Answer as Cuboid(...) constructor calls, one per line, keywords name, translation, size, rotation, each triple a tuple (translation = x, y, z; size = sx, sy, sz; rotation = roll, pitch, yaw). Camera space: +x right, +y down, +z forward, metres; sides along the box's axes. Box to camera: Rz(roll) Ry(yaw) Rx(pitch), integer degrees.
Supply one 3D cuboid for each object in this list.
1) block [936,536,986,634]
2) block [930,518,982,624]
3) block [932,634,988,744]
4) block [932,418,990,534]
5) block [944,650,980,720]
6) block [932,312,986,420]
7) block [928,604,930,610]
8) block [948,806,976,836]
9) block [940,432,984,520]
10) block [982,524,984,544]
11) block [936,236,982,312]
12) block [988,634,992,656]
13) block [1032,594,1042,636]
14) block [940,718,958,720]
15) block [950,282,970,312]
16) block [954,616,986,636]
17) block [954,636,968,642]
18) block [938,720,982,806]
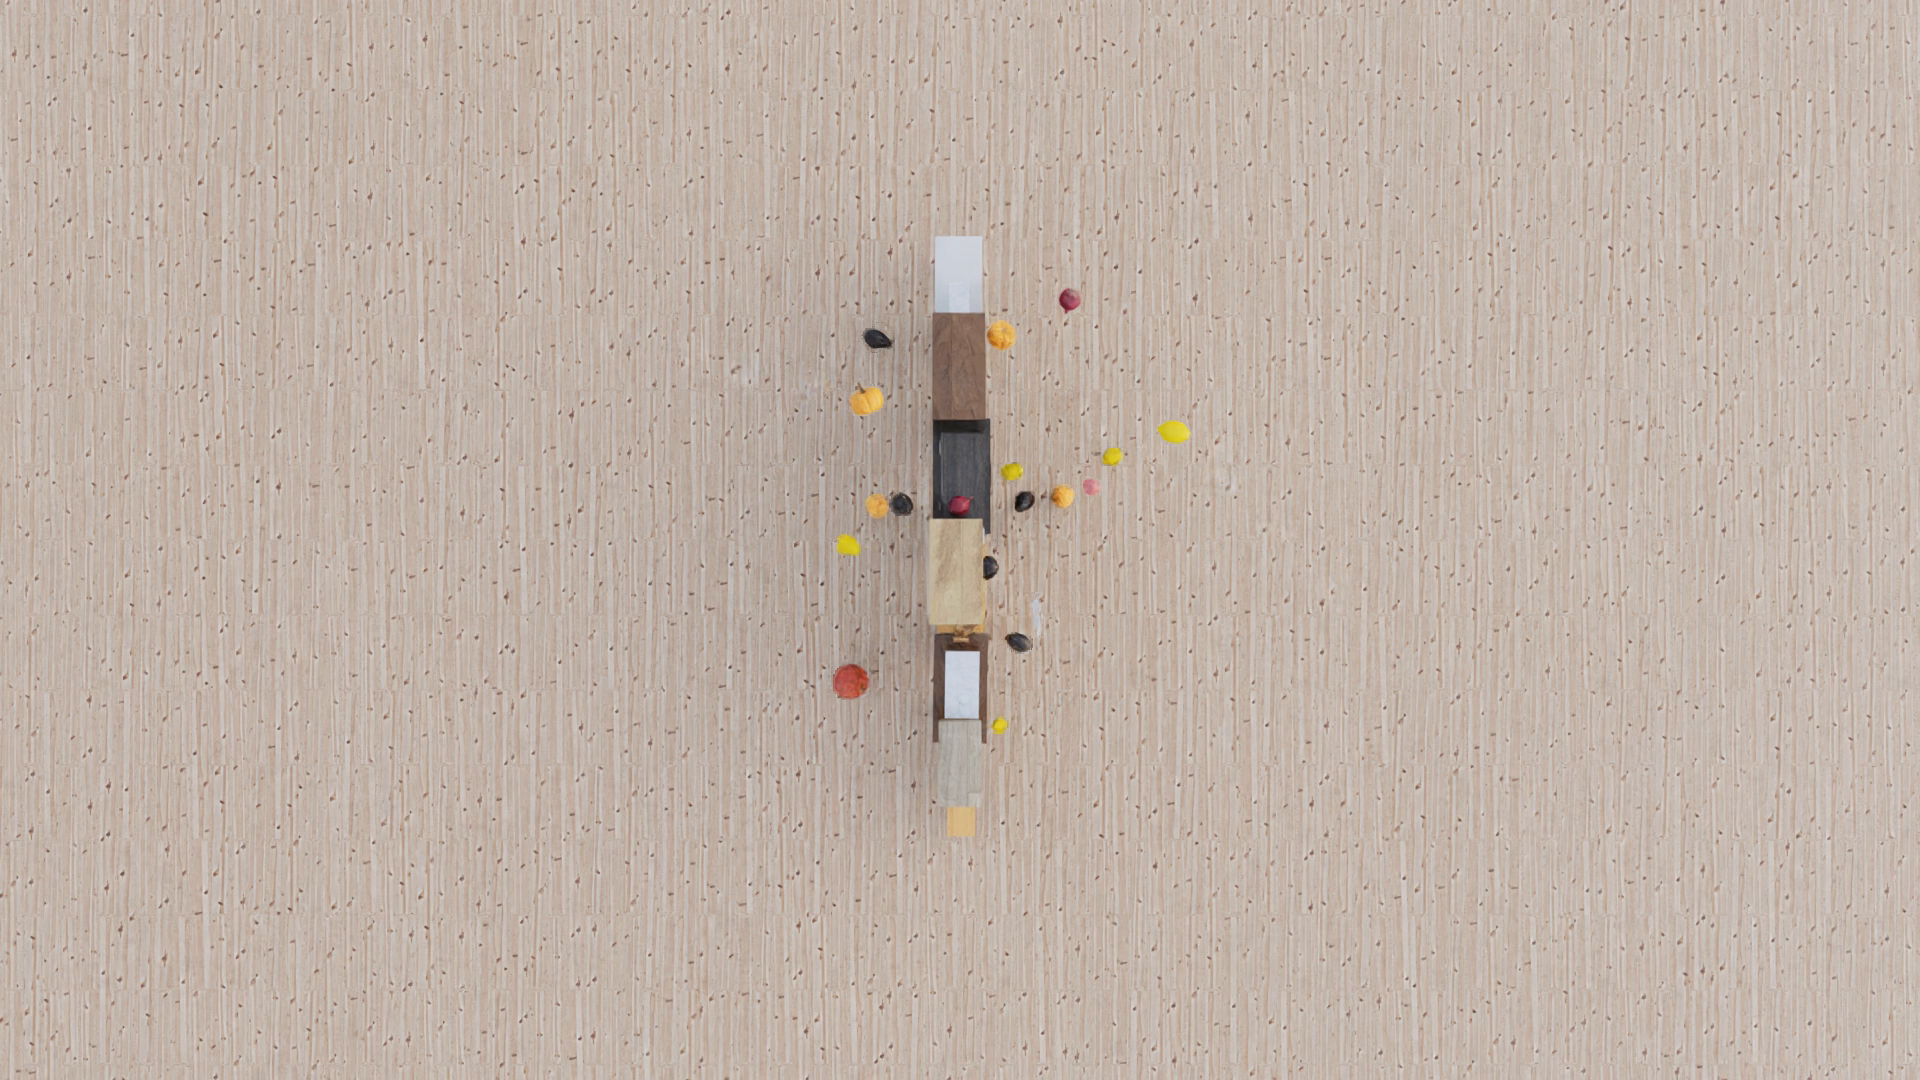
Cuboid(name="block", translation=(0.004, 0.138, 5.173), size=(0.153, 0.043, 0.305), rotation=(0, 90, 0))
Cuboid(name="block", translation=(-0.012, 0.091, 4.765), size=(0.153, 0.043, 0.305), rotation=(0, 90, 0))
Cuboid(name="block", translation=(0.001, 0.463, 5.141), size=(0.167, 0.047, 0.335), rotation=(1, 90, 0))
Cuboid(name="block", translation=(0.005, -0.198, 5.118), size=(0.178, 0.050, 0.356), rotation=(0, 90, 0))
Cuboid(name="block", translation=(0.006, 0.430, 4.902), size=(0.100, 0.028, 0.201), rotation=(1, 90, 0))
Cuboid(name="block", translation=(-0.003, -0.499, 4.763), size=(0.154, 0.044, 0.308), rotation=(0, 90, 0))
Cuboid(name="block", translation=(-0.013, 0.184, 4.969), size=(0.153, 0.364, 0.043), rotation=(7, 93, 0))
Cuboid(name="block", translation=(0.004, 0.863, 5.310), size=(0.089, 0.025, 0.177), rotation=(0, 90, 0))
Cuboid(name="block", translation=(0.006, -0.184, 4.819), size=(0.127, 0.036, 0.254), rotation=(0, 90, 0))
Cuboid(name="block", translation=(-0.005, -0.020, 4.940), size=(0.153, 0.305, 0.043), rotation=(0, 94, 0))
Cuboid(name="block", translation=(-0.004, -0.805, 5.187), size=(0.146, 0.041, 0.292), rotation=(0, 90, 0))
Cuboid(name="block", translation=(0.016, 0.326, 5.332), size=(0.167, 0.335, 0.047), rotation=(9, 91, 0))
Cuboid(name="block", translation=(0.248, 0.242, 5.314), size=(0.013, 0.045, 0.125), rotation=(-6, 110, 9))
Cuboid(name="block", translation=(0.000, 0.573, 4.992), size=(0.125, 0.250, 0.035), rotation=(1, 90, 0))
Cuboid(name="block", translation=(-0.001, -0.721, 5.032), size=(0.063, 0.018, 0.125), rotation=(0, 90, 0))
Cuboid(name="block", translation=(0.033, 0.257, 5.056), size=(0.091, 0.013, 0.045), rotation=(-32, 58, -28))
Cuboid(name="block", translation=(0.004, 0.306, 5.072), size=(0.045, 0.091, 0.013), rotation=(0, 90, 0))
Cuboid(name="block", translation=(0.000, 0.656, 4.850), size=(0.125, 0.035, 0.250), rotation=(0, 90, 0))
